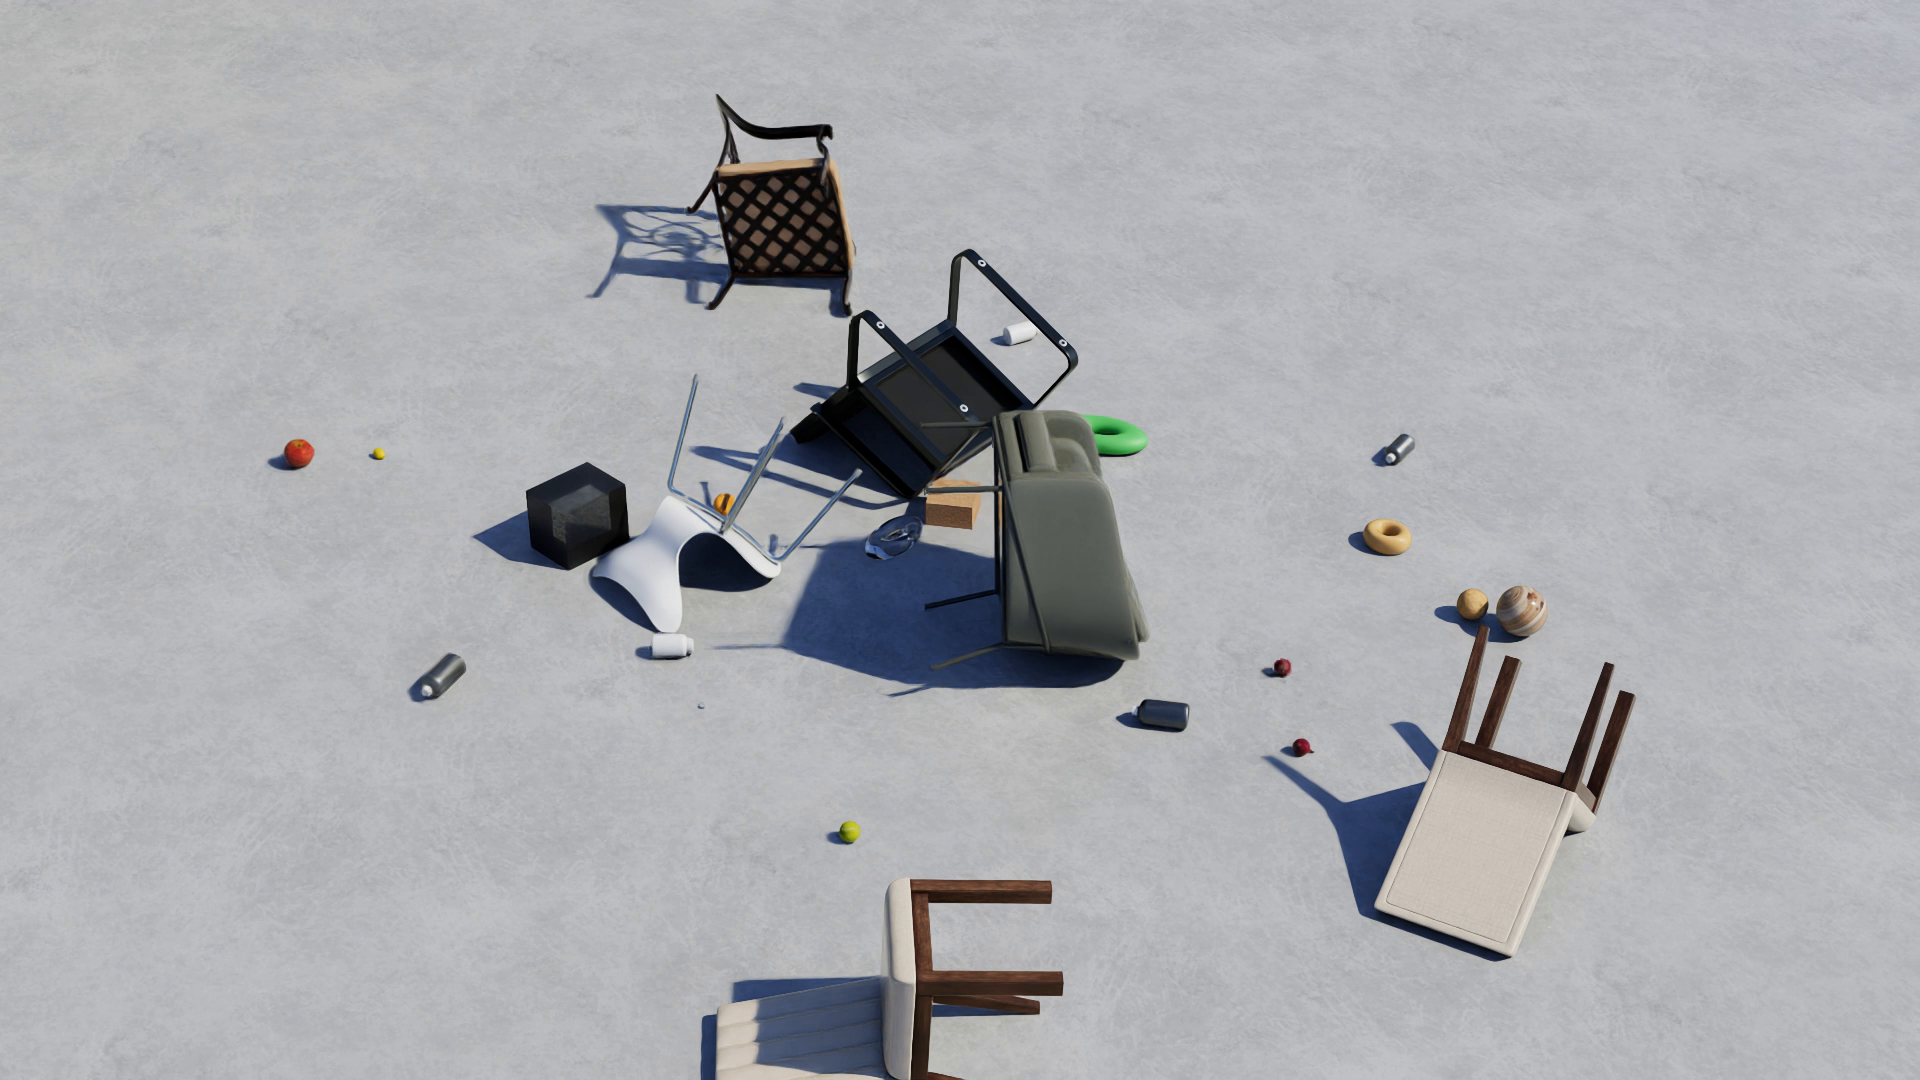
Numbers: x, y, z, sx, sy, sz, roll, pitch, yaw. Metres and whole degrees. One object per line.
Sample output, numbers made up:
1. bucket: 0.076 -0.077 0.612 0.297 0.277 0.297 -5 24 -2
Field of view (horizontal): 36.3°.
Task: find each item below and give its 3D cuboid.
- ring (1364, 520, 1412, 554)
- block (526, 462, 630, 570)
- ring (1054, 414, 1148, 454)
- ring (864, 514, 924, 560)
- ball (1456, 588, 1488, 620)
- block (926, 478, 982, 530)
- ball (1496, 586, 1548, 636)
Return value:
1. ring: 1.588 -0.012 10.895 0.186 0.076 0.161 22 41 27
2. block: -1.414 -0.089 10.855 0.289 0.247 0.224 -29 43 -36
3. ring: 0.554 -0.414 11.506 0.382 0.074 0.213 12 34 18
4. ring: -0.245 -0.010 10.899 0.156 0.067 0.302 22 39 28
5. ball: 1.835 0.230 10.492 0.113 0.113 0.113 0 33 0
6. block: -0.024 -0.138 11.064 0.178 0.098 0.181 6 34 9
7. ball: 1.993 0.251 10.397 0.182 0.182 0.182 0 33 0
